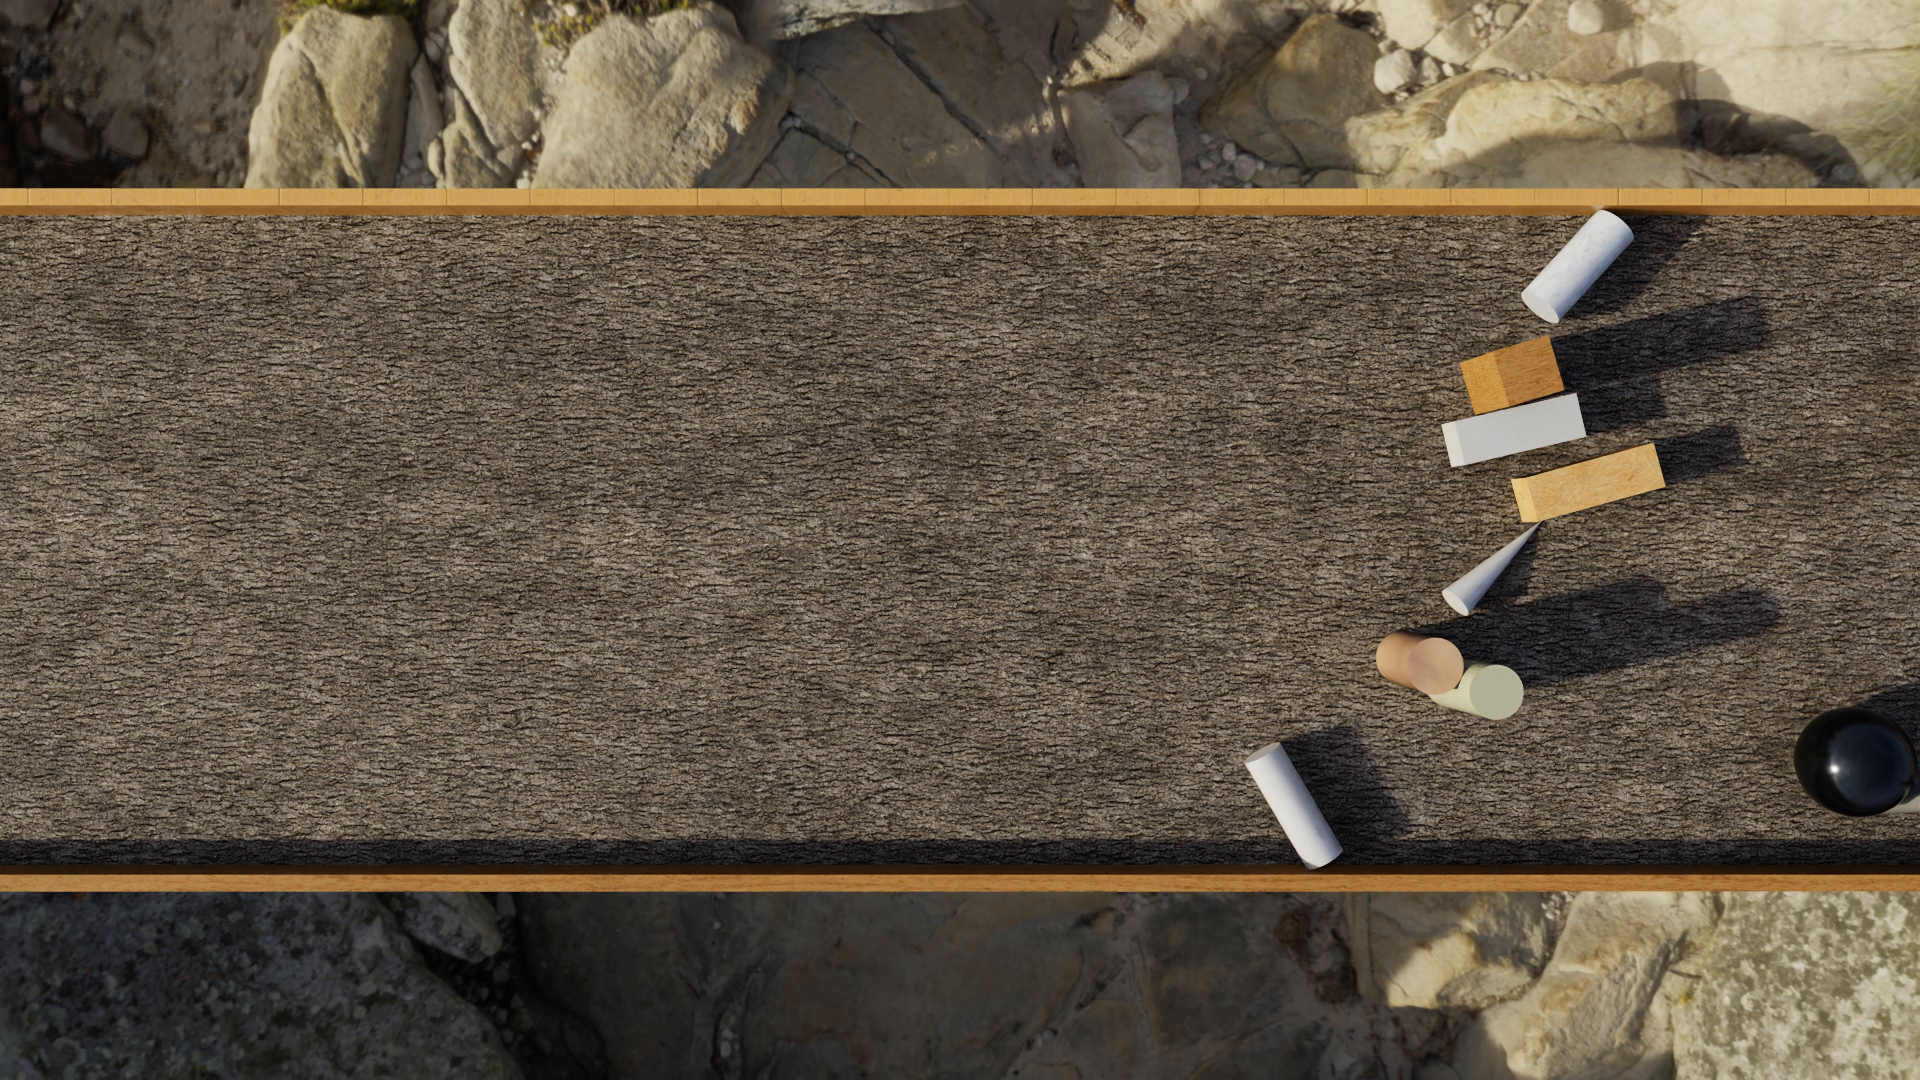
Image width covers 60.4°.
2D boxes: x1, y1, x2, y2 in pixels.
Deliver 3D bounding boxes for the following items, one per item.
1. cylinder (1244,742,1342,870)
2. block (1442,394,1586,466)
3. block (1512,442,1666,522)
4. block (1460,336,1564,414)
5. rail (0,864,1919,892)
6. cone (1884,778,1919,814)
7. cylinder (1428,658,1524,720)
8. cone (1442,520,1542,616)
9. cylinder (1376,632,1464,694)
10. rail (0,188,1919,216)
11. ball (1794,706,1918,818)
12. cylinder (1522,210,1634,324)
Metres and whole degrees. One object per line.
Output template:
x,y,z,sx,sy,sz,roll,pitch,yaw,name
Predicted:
1.014,0.808,5.015,0.124,0.124,0.374,-31,90,0,cylinder
1.680,-0.333,5.009,0.374,0.134,0.134,-13,90,0,block
1.905,-0.173,5.008,0.396,0.136,0.136,-15,90,0,block
1.638,-0.487,4.907,0.165,0.336,0.165,-17,90,1,block
-2.247,1.025,5.001,12.000,0.150,0.050,0,90,0,rail
2.850,0.765,4.879,0.158,0.394,0.158,0,90,0,cone
1.513,0.434,4.870,0.155,0.409,0.155,0,89,-1,cylinder
1.653,0.063,5.051,0.389,0.104,0.104,-42,90,-8,cone
1.365,0.363,4.913,0.165,0.324,0.165,0,90,-1,cylinder
-2.247,-1.025,5.002,12.000,0.150,0.050,0,90,0,rail
2.665,0.660,4.913,0.326,0.326,0.326,0,90,0,ball
1.874,-0.829,5.007,0.140,0.140,0.335,43,90,0,cylinder
